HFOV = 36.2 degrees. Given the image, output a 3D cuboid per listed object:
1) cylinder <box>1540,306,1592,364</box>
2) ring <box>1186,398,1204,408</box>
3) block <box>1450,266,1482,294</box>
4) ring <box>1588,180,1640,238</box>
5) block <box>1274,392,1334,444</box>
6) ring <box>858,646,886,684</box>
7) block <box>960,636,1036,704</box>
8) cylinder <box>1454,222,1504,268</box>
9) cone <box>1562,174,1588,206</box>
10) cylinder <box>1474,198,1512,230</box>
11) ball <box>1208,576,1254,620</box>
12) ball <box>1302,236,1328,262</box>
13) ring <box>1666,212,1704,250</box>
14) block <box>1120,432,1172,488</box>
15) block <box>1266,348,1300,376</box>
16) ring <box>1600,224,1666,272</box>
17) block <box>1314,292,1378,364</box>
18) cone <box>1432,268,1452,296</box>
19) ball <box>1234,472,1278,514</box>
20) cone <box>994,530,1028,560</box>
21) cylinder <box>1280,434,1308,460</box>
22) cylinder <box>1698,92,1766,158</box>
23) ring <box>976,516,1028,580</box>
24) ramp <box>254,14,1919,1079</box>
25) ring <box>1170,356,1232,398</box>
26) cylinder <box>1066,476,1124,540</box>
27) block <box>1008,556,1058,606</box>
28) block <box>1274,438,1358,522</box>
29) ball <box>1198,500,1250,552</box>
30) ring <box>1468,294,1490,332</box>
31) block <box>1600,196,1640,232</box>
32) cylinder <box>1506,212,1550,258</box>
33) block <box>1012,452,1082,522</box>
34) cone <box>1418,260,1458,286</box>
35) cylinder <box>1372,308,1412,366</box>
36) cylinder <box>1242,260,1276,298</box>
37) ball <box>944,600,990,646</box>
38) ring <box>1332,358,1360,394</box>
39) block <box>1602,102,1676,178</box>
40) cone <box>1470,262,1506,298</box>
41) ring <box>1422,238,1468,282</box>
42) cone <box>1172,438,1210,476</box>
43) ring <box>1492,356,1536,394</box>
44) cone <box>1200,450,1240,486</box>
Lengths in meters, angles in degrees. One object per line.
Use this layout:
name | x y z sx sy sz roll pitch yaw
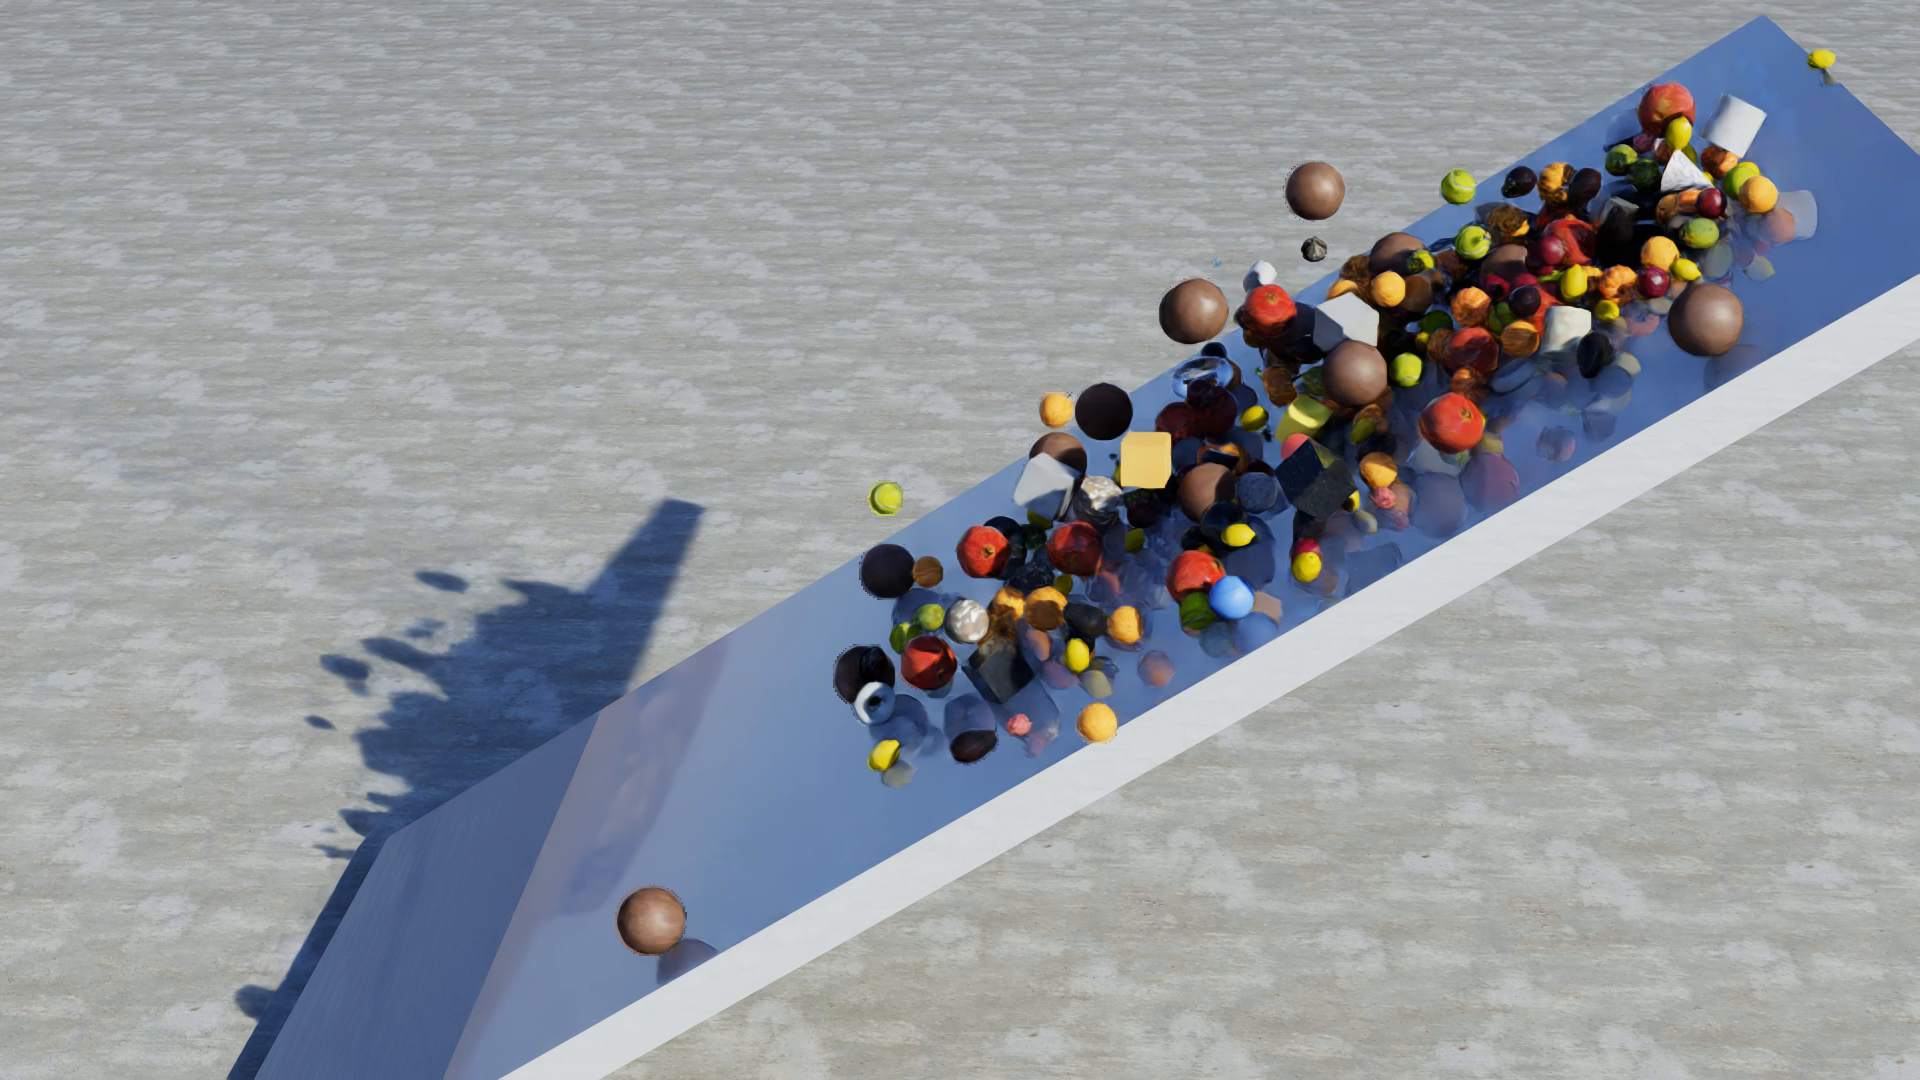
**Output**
cylinder | 1.127 -0.381 5.471 0.086 0.086 0.086 9 -9 1
ring | 0.525 -0.332 6.689 0.026 0.077 0.077 -37 15 14
block | 1.073 -0.579 6.314 0.064 0.064 0.064 -24 18 35
ring | 1.328 -0.672 5.972 0.122 0.122 0.041 -11 30 -27
block | 0.696 -0.233 5.960 0.077 0.077 0.077 33 50 13
ring | -0.182 0.260 6.120 0.026 0.079 0.079 13 24 37
block | 0.074 0.256 5.796 0.090 0.090 0.090 -40 16 -16
cylinder | 1.054 -0.599 5.978 0.092 0.092 0.092 2 8 4
cone | 1.253 -0.698 5.940 0.057 0.057 0.057 -28 8 4
cylinder | 1.130 -0.685 6.238 0.065 0.065 0.065 -18 20 3
ball | 0.497 0.106 5.381 0.083 0.083 0.083 0 20 0
ball | 0.730 -0.597 6.054 0.052 0.052 0.052 0 20 0
ring | 1.397 -0.595 5.671 0.075 0.075 0.025 10 1 25
block | 0.371 -0.160 5.853 0.087 0.087 0.087 3 21 12
block | 0.708 -0.392 6.441 0.051 0.051 0.051 -6 16 -36
ring | 1.325 -0.574 5.787 0.136 0.045 0.136 -24 22 11
block | 0.776 -0.426 5.916 0.090 0.090 0.090 -23 45 -24
cone | 0.982 -0.509 6.074 0.077 0.077 0.077 -7 58 12
ball | 0.566 -0.091 5.628 0.081 0.081 0.081 0 20 0
cone | 0.096 0.026 6.285 0.071 0.071 0.071 -38 -5 37
cylinder | 0.679 -0.167 5.788 0.069 0.069 0.069 -9 25 -23
cylinder | 1.523 -0.817 5.798 0.097 0.097 0.097 26 11 -5
ring | 0.090 0.018 6.435 0.139 0.139 0.046 19 14 42
ramp | 0.139 0.171 6.295 4.000 0.100 2.000 -31 15 14
ring | 0.537 -0.361 6.539 0.143 0.048 0.143 -15 27 8
cylinder | 0.281 -0.068 6.146 0.095 0.095 0.095 11 51 -15
block | 0.155 0.088 6.198 0.065 0.065 0.065 -27 17 27
block | 0.659 -0.111 5.442 0.093 0.093 0.093 26 29 -36
ball | 0.514 -0.027 5.724 0.099 0.099 0.099 0 20 0
ring | 1.057 -0.463 5.996 0.027 0.080 0.080 16 20 -4
block | 1.312 -0.648 5.855 0.051 0.051 0.051 29 25 25
cylinder | 1.193 -0.640 6.187 0.069 0.069 0.069 7 58 -11
block | 0.187 -0.113 6.293 0.100 0.100 0.100 28 18 12
cone | 0.990 -0.528 6.181 0.086 0.086 0.086 8 45 -8
cylinder | 0.882 -0.423 6.120 0.084 0.084 0.084 45 37 15
cylinder | 0.636 -0.555 6.248 0.055 0.055 0.055 13 51 31
ball | 0.012 0.164 5.877 0.092 0.092 0.092 0 20 0
ring | 0.809 -0.347 6.176 0.029 0.087 0.087 23 16 -15
block | 1.402 -0.825 6.071 0.095 0.095 0.095 -18 38 44
cone | 1.089 -0.517 5.987 0.072 0.072 0.072 -42 5 5
ring | 1.029 -0.588 6.247 0.038 0.113 0.113 20 1 -45
cone | 0.501 -0.164 6.220 0.087 0.087 0.087 -5 18 -13
ring | 1.054 -0.314 5.597 0.094 0.031 0.094 -33 15 10
cone | 0.545 -0.157 5.989 0.080 0.080 0.080 -15 -5 -35
